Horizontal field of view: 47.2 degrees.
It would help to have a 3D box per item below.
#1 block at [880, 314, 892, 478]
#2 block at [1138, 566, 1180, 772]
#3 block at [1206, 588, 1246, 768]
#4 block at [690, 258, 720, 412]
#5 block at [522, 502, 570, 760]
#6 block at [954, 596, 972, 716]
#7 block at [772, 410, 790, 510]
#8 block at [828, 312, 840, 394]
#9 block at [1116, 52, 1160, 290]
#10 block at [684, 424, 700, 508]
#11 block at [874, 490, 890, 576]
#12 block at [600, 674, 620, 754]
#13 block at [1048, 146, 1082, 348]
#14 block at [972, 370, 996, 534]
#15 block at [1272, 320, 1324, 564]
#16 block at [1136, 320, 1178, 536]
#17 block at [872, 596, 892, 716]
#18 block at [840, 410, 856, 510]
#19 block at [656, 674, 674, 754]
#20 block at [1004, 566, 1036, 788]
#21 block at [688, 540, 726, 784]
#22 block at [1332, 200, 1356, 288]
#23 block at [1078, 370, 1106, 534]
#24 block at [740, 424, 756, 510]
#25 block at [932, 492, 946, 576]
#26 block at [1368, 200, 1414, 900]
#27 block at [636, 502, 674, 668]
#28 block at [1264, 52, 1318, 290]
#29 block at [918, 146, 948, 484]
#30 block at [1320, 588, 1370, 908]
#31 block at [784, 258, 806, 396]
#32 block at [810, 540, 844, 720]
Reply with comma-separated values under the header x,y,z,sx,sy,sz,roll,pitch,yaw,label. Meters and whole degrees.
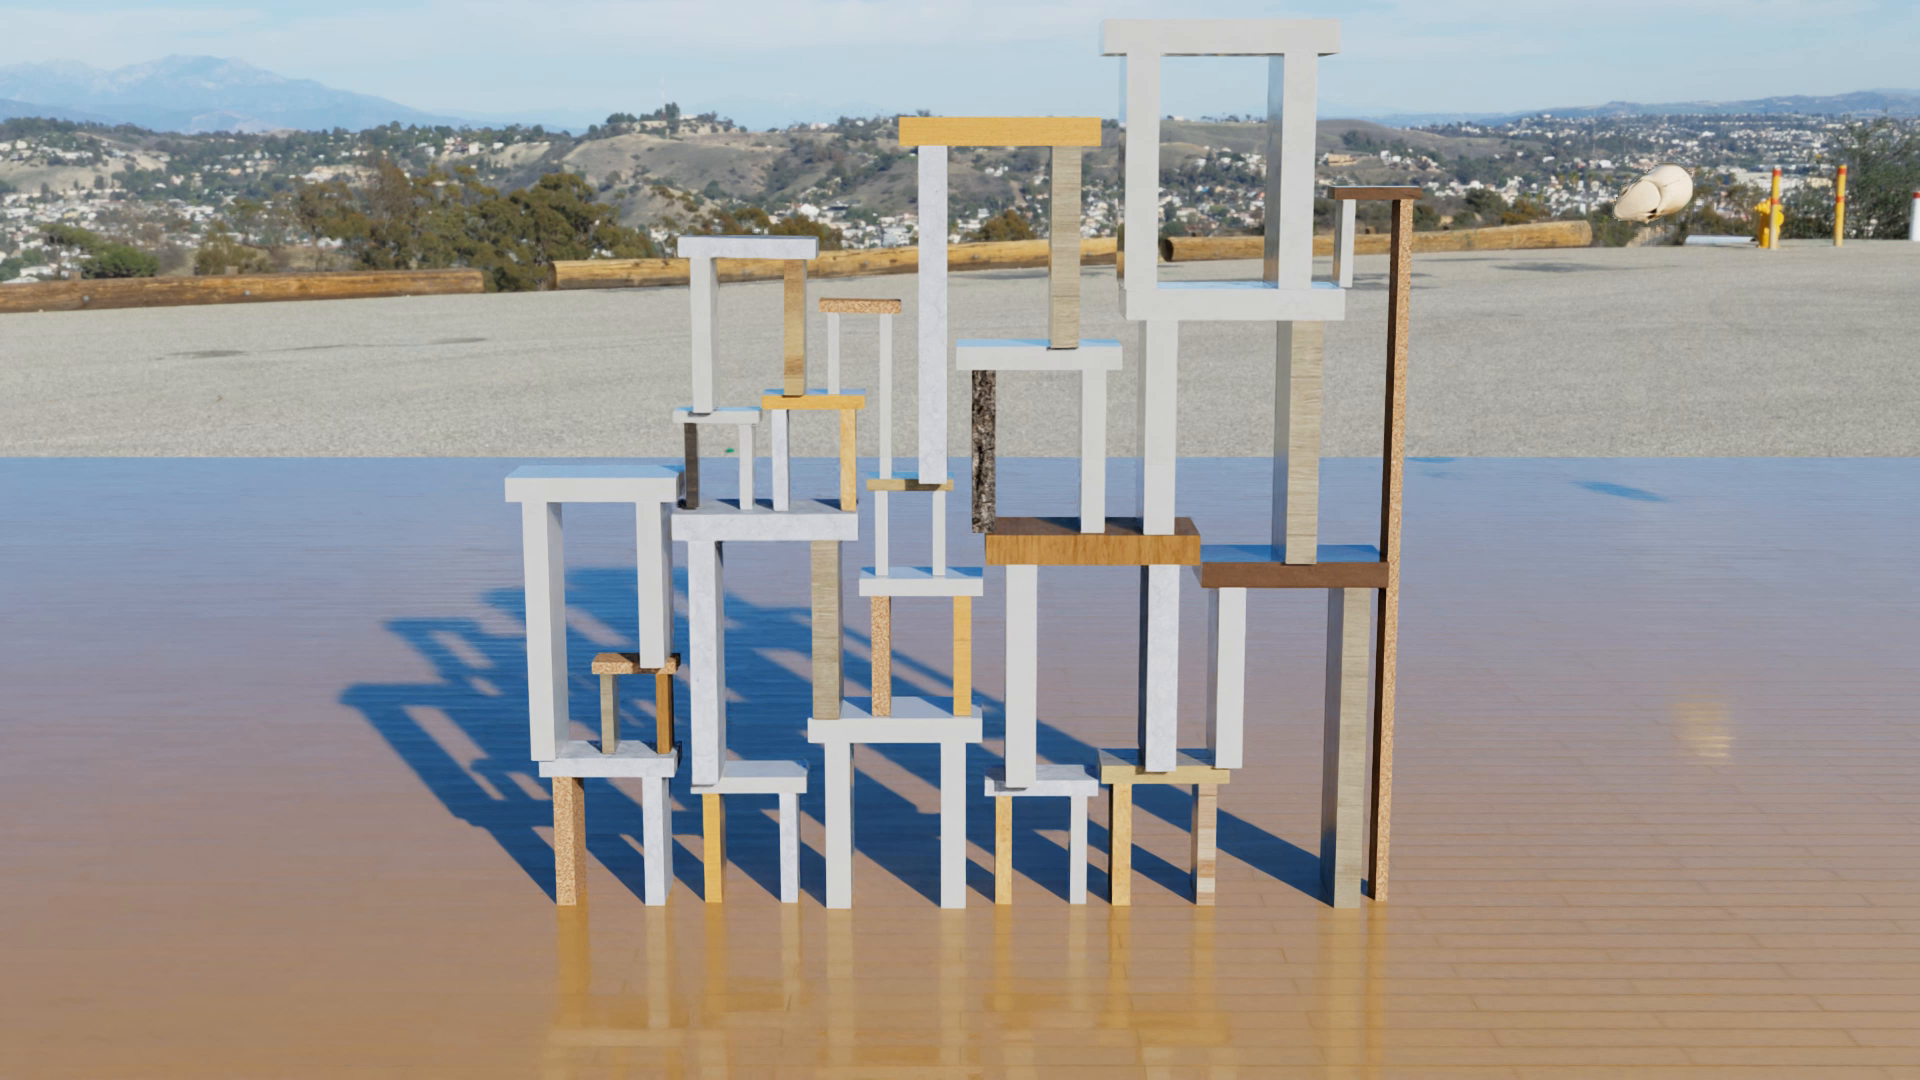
x,y,z,sx,sy,sz,roll,pitch,yaw,label
-0.118,-0.233,3.516,0.018,0.263,0.064,0,11,0,block
0.323,0.191,3.592,0.048,0.338,0.169,0,10,0,block
0.435,0.209,3.603,0.042,0.298,0.149,0,10,0,block
-0.405,-0.330,3.498,0.030,0.243,0.107,0,10,0,block
-0.674,0.136,3.584,0.038,0.424,0.135,0,11,0,block
0.004,0.178,3.589,0.028,0.198,0.099,0,11,0,block
-0.287,-0.134,3.529,0.023,0.162,0.081,0,11,-2,block
-0.201,-0.301,3.502,0.018,0.128,0.064,0,10,-2,block
0.280,-0.580,3.457,0.051,0.357,0.179,0,10,0,block
-0.431,-0.123,3.533,0.019,0.136,0.068,-1,9,-6,block
-0.126,-0.016,3.561,0.020,0.139,0.069,0,11,0,block
-0.575,0.277,3.615,0.019,0.135,0.067,0,11,0,block
0.164,-0.465,3.470,0.044,0.309,0.154,0,10,0,block
0.038,-0.150,3.530,0.037,0.259,0.130,0,10,0,block
0.540,-0.167,3.528,0.048,0.385,0.169,0,11,0,block
0.314,-0.189,3.523,0.048,0.338,0.169,0,10,0,block
-0.128,0.178,3.588,0.028,0.198,0.099,0,11,0,block
-0.179,-0.134,3.532,0.023,0.162,0.081,0,11,-2,block
-0.485,0.277,3.615,0.019,0.135,0.068,0,11,0,block
0.098,0.204,3.595,0.048,0.365,0.169,0,10,0,block
-0.411,0.184,3.581,0.042,0.399,0.147,0,11,-1,block
0.606,-0.470,3.472,0.019,0.136,0.068,1,10,0,block
0.211,-0.150,3.529,0.037,0.259,0.130,0,10,0,block
-0.341,-0.122,3.534,0.019,0.136,0.068,1,11,0,block
-0.034,-0.016,3.561,0.020,0.139,0.069,0,11,0,block
0.696,0.027,3.564,0.019,1.146,0.068,0,11,0,block
-0.494,0.060,3.569,0.038,0.270,0.135,0,11,0,block
0.518,-0.579,3.456,0.051,0.357,0.179,0,10,0,block
-0.042,-0.360,3.491,0.044,0.523,0.154,0,10,0,block
0.633,0.326,3.624,0.042,0.535,0.149,0,11,0,block
-0.262,-0.342,3.494,0.030,0.213,0.107,0,11,-1,block
-0.215,0.131,3.580,0.042,0.293,0.147,0,11,0,block
